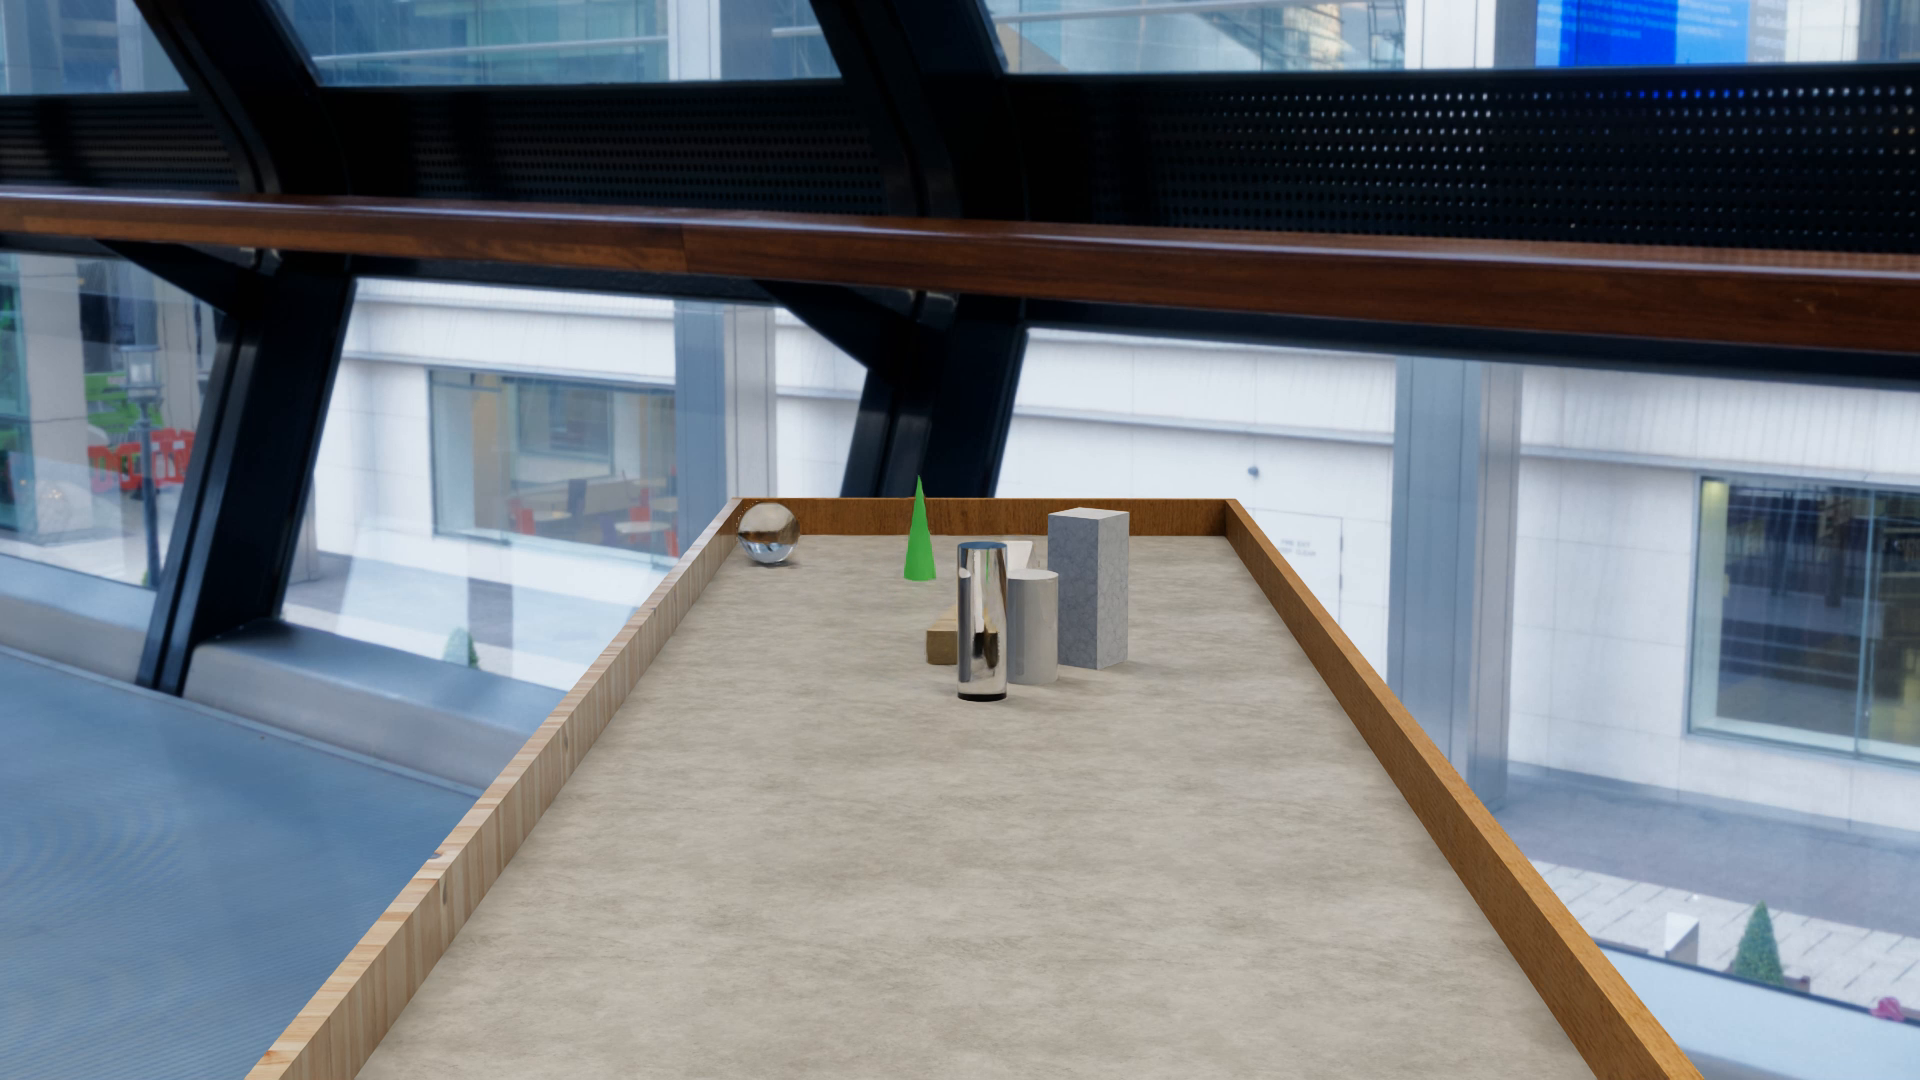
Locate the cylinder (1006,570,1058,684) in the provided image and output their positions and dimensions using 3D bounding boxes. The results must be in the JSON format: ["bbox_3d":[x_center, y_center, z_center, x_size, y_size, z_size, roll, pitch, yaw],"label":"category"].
[{"bbox_3d":[0.200,0.253,6.423,0.172,0.310,0.172,0,9,0],"label":"cylinder"}]

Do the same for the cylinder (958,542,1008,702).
[{"bbox_3d":[0.063,0.229,6.186,0.139,0.432,0.139,0,9,0],"label":"cylinder"}]

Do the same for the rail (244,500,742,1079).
[{"bbox_3d":[-1.004,0.839,3.234,0.050,0.150,12.000,0,9,1],"label":"rail"}]

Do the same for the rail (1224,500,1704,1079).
[{"bbox_3d":[1.046,0.843,3.208,0.050,0.150,12.000,0,9,1],"label":"rail"}]

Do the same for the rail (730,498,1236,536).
[{"bbox_3d":[0.099,-0.098,9.147,2.100,0.150,0.050,0,9,1],"label":"rail"}]

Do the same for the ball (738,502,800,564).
[{"bbox_3d":[-0.733,-0.028,8.439,0.235,0.235,0.235,0,9,0],"label":"ball"}]

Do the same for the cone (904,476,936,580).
[{"bbox_3d":[-0.148,-0.056,8.106,0.124,0.394,0.124,0,9,0],"label":"cone"}]

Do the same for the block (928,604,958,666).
[{"bbox_3d":[-0.007,0.292,6.834,0.104,0.104,0.435,2,9,11],"label":"block"}]

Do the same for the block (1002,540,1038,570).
[{"bbox_3d":[0.149,0.176,6.909,0.104,0.104,0.392,2,44,16],"label":"block"}]

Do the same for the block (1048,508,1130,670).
[{"bbox_3d":[0.387,0.144,6.649,0.178,0.455,0.178,6,11,35],"label":"block"}]
